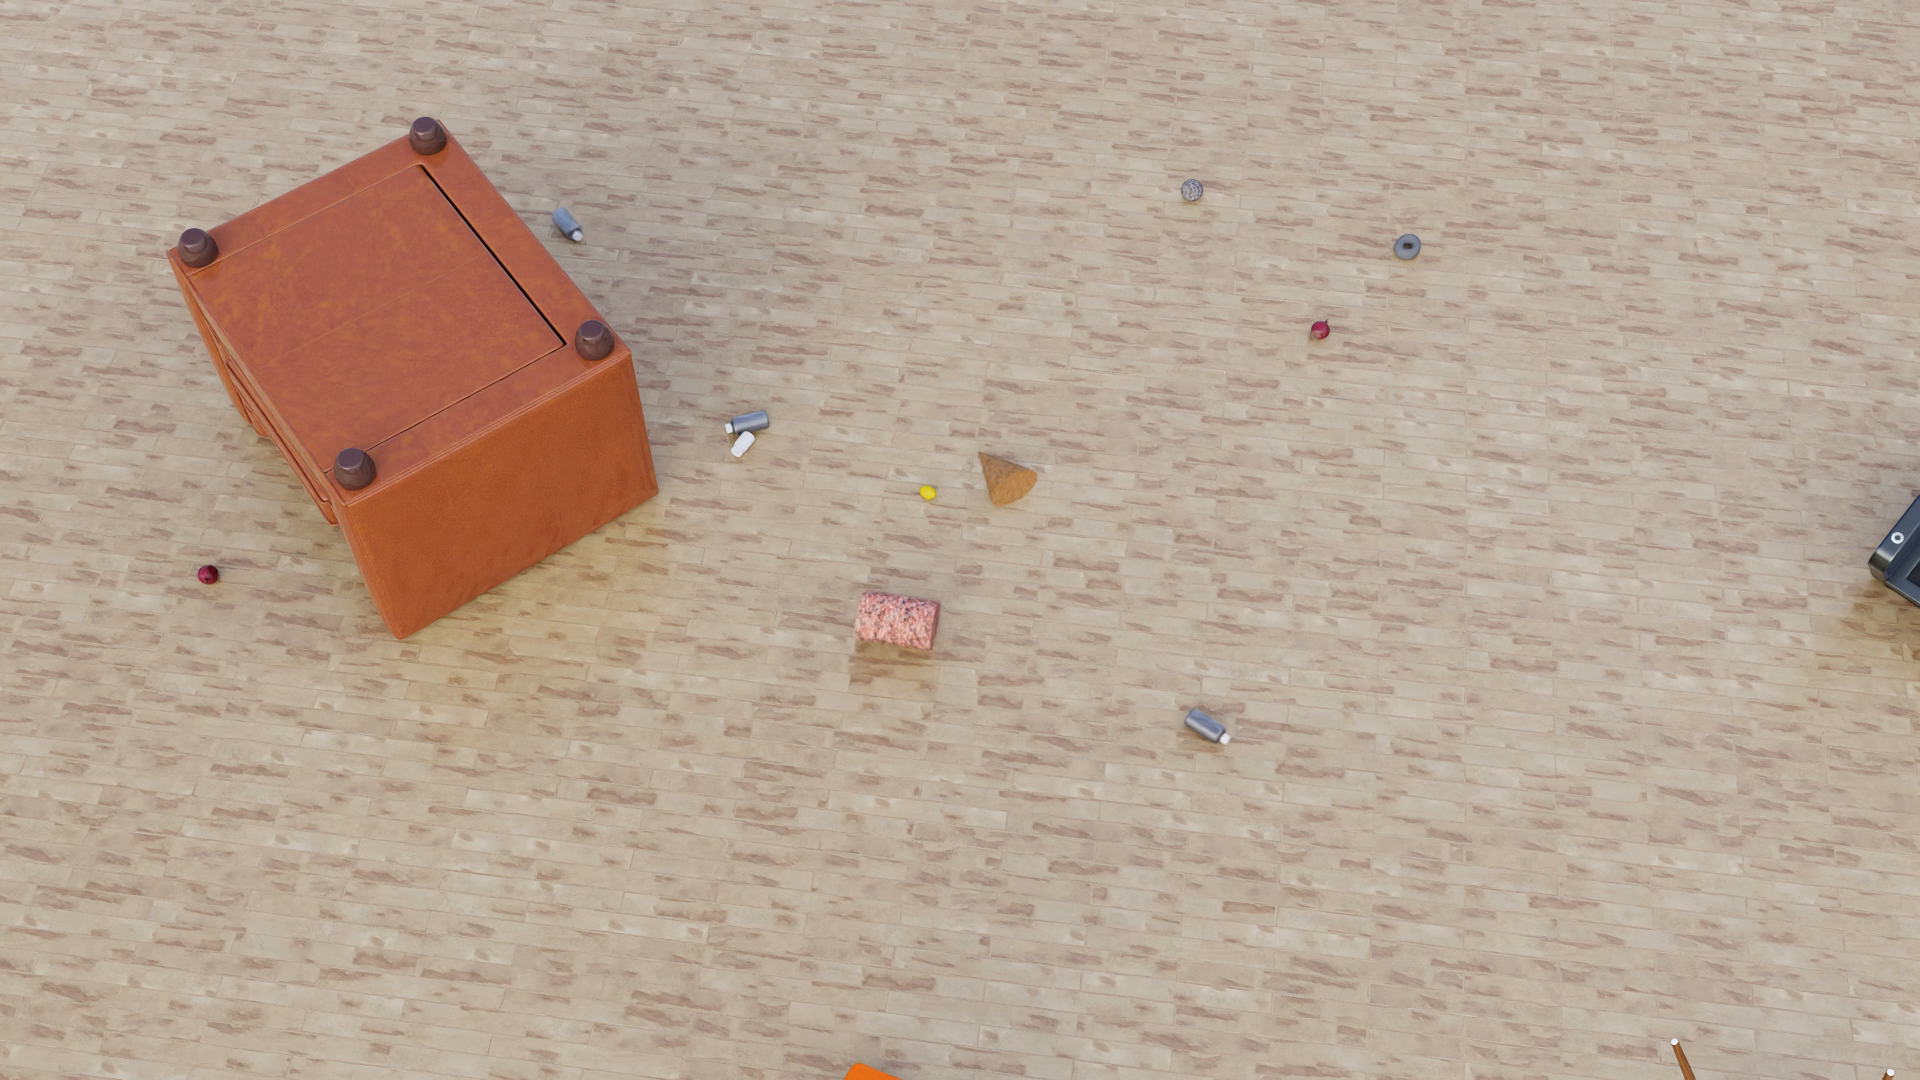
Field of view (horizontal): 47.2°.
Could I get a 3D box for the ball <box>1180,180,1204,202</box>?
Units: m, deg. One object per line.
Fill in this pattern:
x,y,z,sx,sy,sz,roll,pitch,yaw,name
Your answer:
0.771,-1.162,7.310,0.074,0.074,0.074,0,56,0,ball

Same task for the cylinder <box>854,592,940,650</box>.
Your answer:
-0.180,0.233,6.329,0.218,0.136,0.167,8,21,6,cylinder

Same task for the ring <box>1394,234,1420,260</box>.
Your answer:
1.465,-0.959,7.196,0.083,0.037,0.107,23,58,16,ring

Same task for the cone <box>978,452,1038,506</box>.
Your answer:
0.109,-0.214,6.686,0.167,0.108,0.211,-29,46,-16,cone
